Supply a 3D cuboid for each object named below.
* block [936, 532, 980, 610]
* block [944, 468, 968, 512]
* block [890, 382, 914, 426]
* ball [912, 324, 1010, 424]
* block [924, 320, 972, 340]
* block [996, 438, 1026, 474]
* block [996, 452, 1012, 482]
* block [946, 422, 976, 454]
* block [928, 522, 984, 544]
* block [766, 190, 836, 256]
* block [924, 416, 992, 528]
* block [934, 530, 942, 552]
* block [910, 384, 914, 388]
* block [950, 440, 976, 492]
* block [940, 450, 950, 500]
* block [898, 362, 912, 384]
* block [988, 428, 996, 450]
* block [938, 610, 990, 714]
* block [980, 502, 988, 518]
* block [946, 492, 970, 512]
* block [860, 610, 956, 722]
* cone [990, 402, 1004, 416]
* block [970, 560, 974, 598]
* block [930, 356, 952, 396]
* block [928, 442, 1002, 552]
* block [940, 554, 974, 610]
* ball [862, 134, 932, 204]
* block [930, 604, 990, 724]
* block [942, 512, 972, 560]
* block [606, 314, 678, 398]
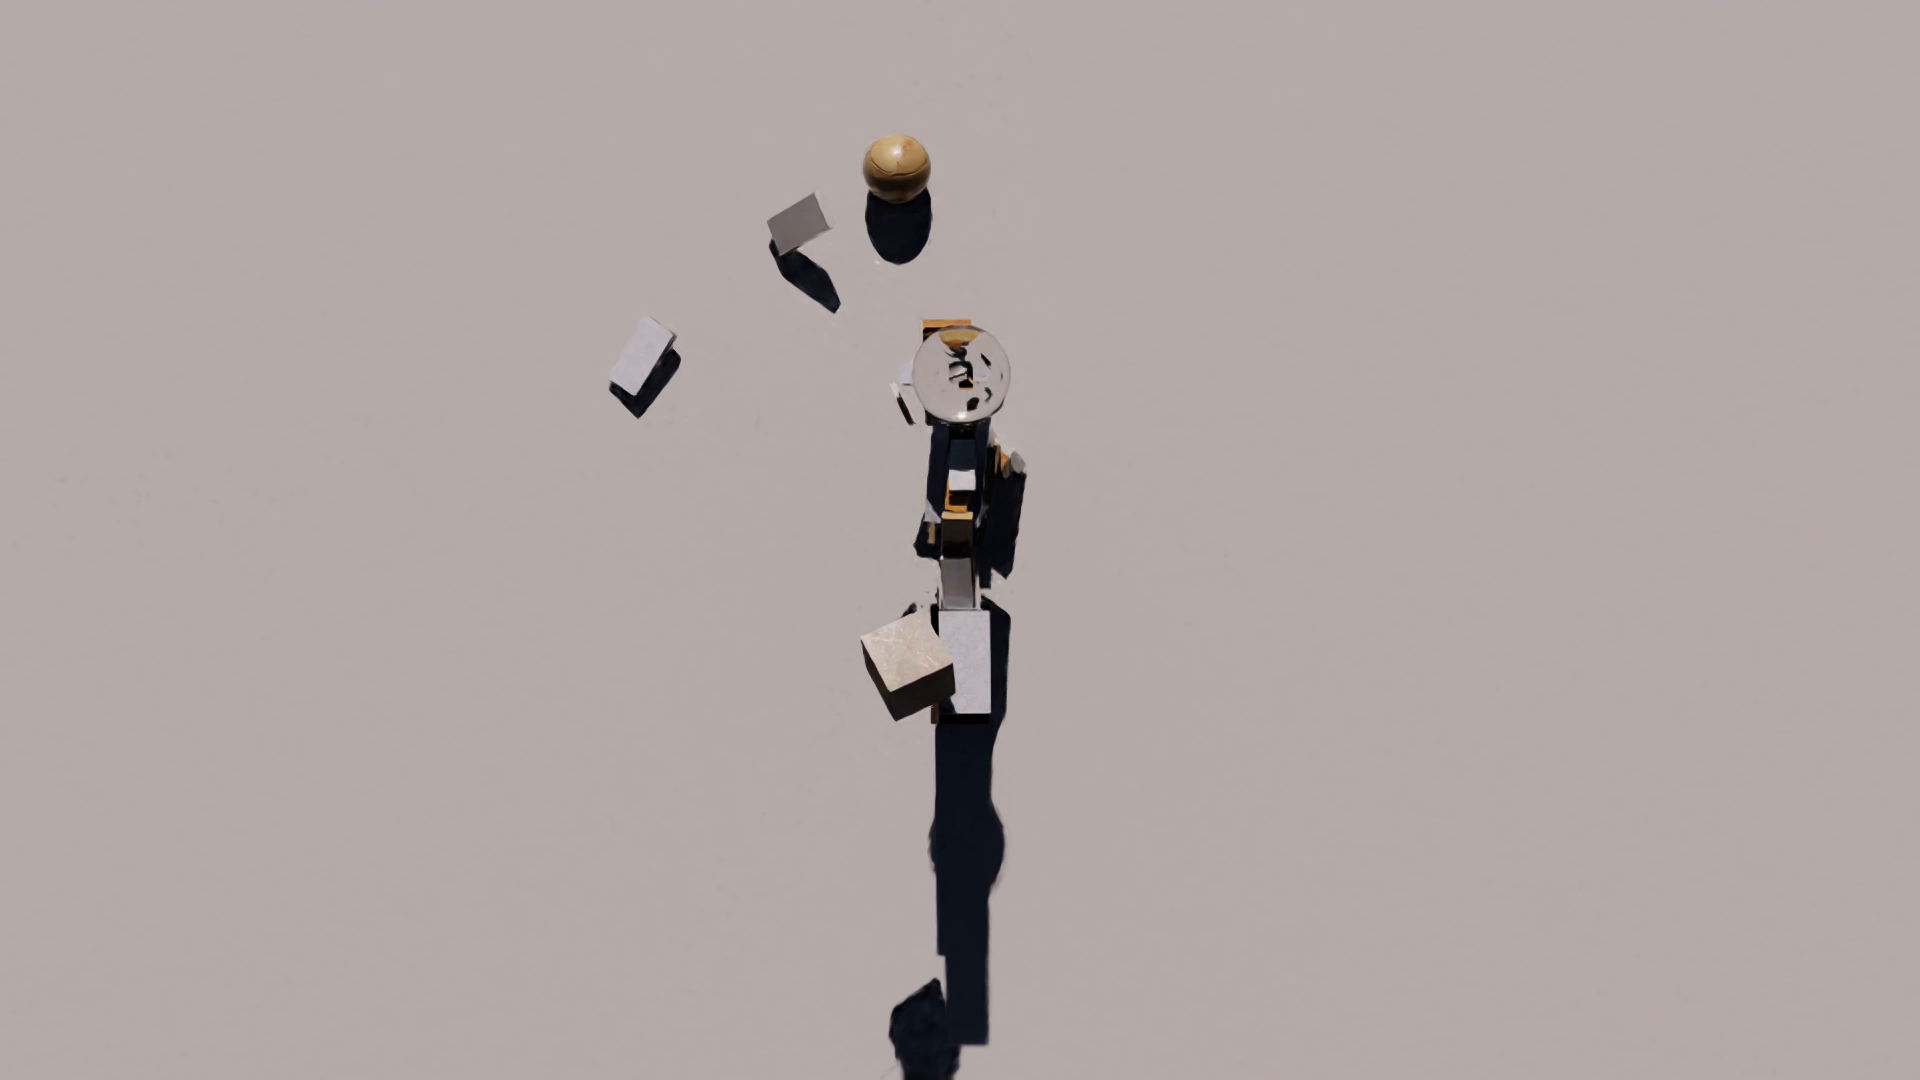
[{"bbox_3d":[-0.003,0.092,4.543,0.113,0.032,0.225,-2,91,0],"label":"block"},{"bbox_3d":[-0.005,-0.134,4.321,0.058,0.016,0.116,6,92,3],"label":"block"},{"bbox_3d":[-0.172,-0.404,4.902,0.018,0.130,0.065,-25,52,1],"label":"block"},{"bbox_3d":[0.003,-0.426,4.241,0.255,0.255,0.255,0,90,0],"label":"ball"},{"bbox_3d":[-0.040,-0.586,5.372,0.153,0.307,0.043,-1,47,0],"label":"block"},{"bbox_3d":[0.122,-0.291,5.332,0.153,0.307,0.043,34,91,11],"label":"block"},{"bbox_3d":[0.074,-0.251,4.939,0.159,0.319,0.045,32,88,5],"label":"block"},{"bbox_3d":[0.004,-0.261,4.344,0.068,0.019,0.136,8,104,7],"label":"block"},{"bbox_3d":[-0.010,-0.028,5.048,0.159,0.440,0.045,1,86,1],"label":"block"},{"bbox_3d":[-0.520,-1.030,5.373,0.245,0.035,0.122,-19,95,42],"label":"block"},{"bbox_3d":[-0.007,-0.189,4.395,0.148,0.042,0.297,7,106,5],"label":"block"},{"bbox_3d":[-0.012,0.009,4.671,0.112,0.225,0.032,6,98,0],"label":"block"},{"bbox_3d":[-0.025,-0.519,5.056,0.245,0.122,0.035,-17,88,23],"label":"block"},{"bbox_3d":[0.007,-0.194,4.301,0.068,0.019,0.136,1,80,2],"label":"block"},{"bbox_3d":[-0.008,-0.166,4.356,0.068,0.019,0.136,10,118,4],"label":"block"},{"bbox_3d":[-0.113,-0.483,4.801,0.130,0.018,0.065,4,92,6],"label":"block"},{"bbox_3d":[0.015,-0.291,4.542,0.149,0.297,0.042,8,90,5],"label":"block"},{"bbox_3d":[0.011,0.328,4.452,0.138,0.039,0.276,0,90,-1],"label":"block"},{"bbox_3d":[-0.004,-0.095,4.598,0.149,0.297,0.042,10,91,4],"label":"block"},{"bbox_3d":[-0.005,-0.097,4.369,0.058,0.016,0.116,9,125,4],"label":"block"},{"bbox_3d":[-0.135,0.330,4.329,0.179,0.179,0.179,-24,61,-12],"label":"block"},{"bbox_3d":[-0.017,-0.452,5.244,0.234,0.234,0.234,51,47,0],"label":"cone"},{"bbox_3d":[-0.004,0.127,4.480,0.080,0.023,0.160,1,119,0],"label":"block"},{"bbox_3d":[-0.057,-0.486,4.884,0.065,0.130,0.018,32,61,18],"label":"block"},{"bbox_3d":[0.012,-0.136,4.772,0.159,0.045,0.319,10,105,-1],"label":"block"},{"bbox_3d":[-0.008,0.116,4.449,0.080,0.023,0.160,-3,118,2],"label":"block"},{"bbox_3d":[-0.206,-1.214,5.388,0.223,0.223,0.223,0,90,0],"label":"ball"},{"bbox_3d":[0.000,0.359,4.774,0.172,0.049,0.344,0,90,-1],"label":"block"},{"bbox_3d":[-0.008,0.011,4.418,0.080,0.254,0.023,1,53,0],"label":"block"},{"bbox_3d":[-1.051,-0.607,5.453,0.122,0.035,0.245,35,97,12],"label":"block"}]
